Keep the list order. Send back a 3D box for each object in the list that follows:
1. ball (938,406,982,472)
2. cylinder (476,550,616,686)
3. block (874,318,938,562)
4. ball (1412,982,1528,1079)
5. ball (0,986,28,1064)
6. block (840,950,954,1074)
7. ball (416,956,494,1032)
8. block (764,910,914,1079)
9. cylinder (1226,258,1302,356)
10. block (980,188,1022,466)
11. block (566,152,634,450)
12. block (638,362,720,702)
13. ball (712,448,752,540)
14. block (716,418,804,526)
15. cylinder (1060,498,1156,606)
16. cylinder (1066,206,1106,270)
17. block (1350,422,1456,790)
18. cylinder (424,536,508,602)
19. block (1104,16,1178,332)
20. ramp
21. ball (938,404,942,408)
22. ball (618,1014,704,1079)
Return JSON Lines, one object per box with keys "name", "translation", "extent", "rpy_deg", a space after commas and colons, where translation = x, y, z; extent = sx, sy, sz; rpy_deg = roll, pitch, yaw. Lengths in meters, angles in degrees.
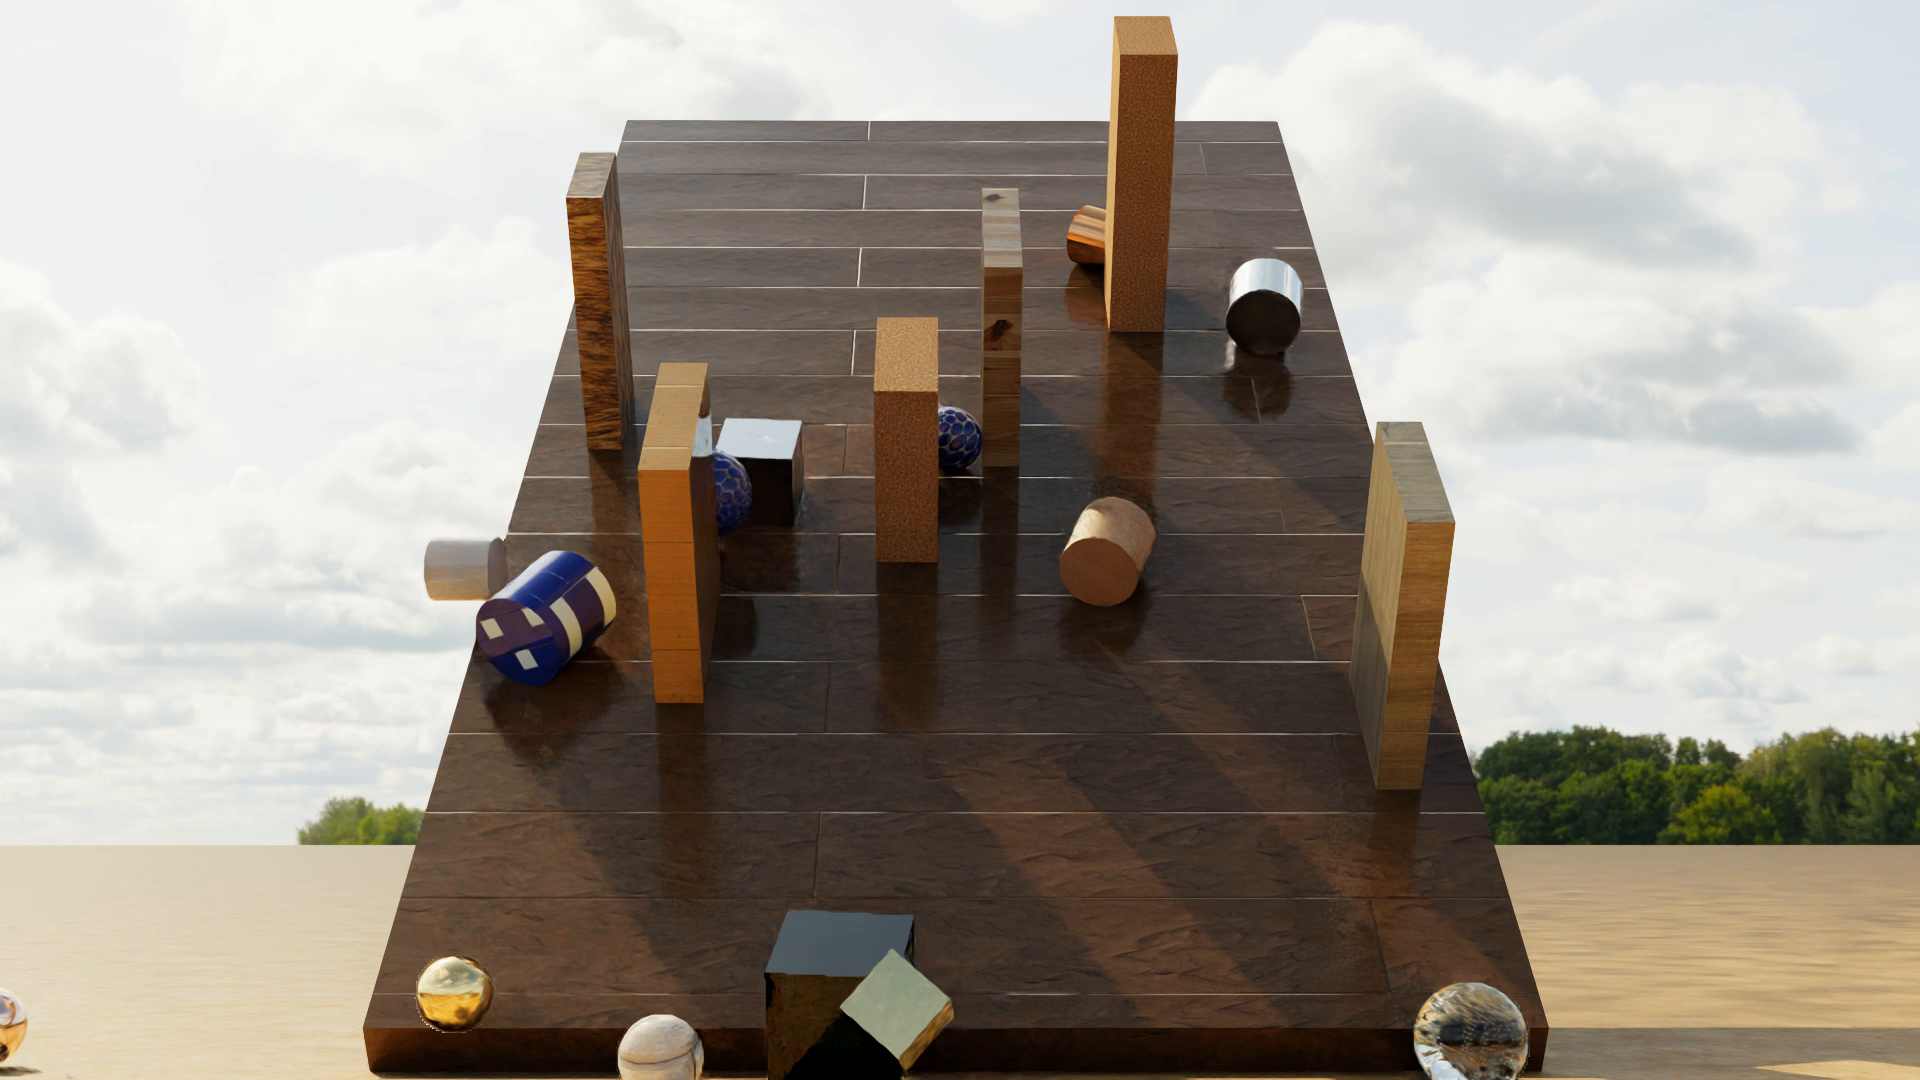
{"name": "ball", "translation": [-0.022, -0.234, 5.673], "extent": [0.151, 0.151, 0.151], "rpy_deg": [0, -7, 0]}
{"name": "cylinder", "translation": [-0.844, 0.158, 4.988], "extent": [0.204, 0.204, 0.204], "rpy_deg": [-4, 26, 32]}
{"name": "block", "translation": [-0.116, -0.223, 5.394], "extent": [0.134, 0.426, 0.344], "rpy_deg": [0, 32, 0]}
{"name": "ball", "translation": [0.787, 0.770, 3.769], "extent": [0.175, 0.175, 0.175], "rpy_deg": [0, -7, 0]}
{"name": "ball", "translation": [-1.693, 0.842, 4.234], "extent": [0.145, 0.145, 0.145], "rpy_deg": [0, -7, 0]}
{"name": "block", "translation": [-0.090, 0.684, 3.545], "extent": [0.113, 0.113, 0.113], "rpy_deg": [38, -16, 17]}
{"name": "ball", "translation": [-0.846, 0.759, 4.095], "extent": [0.126, 0.126, 0.126], "rpy_deg": [0, -7, 0]}
{"name": "block", "translation": [-0.184, 0.724, 3.837], "extent": [0.204, 0.204, 0.204], "rpy_deg": [2, 19, 6]}
{"name": "cylinder", "translation": [0.775, -0.596, 6.228], "extent": [0.186, 0.186, 0.186], "rpy_deg": [-1, 31, 10]}
{"name": "block", "translation": [0.095, -0.505, 5.767], "extent": [0.085, 0.514, 0.435], "rpy_deg": [0, 32, 0]}
{"name": "block", "translation": [-0.839, -0.556, 5.718], "extent": [0.082, 0.646, 0.260], "rpy_deg": [0, 32, 0]}
{"name": "block", "translation": [-0.564, -0.018, 4.952], "extent": [0.097, 0.541, 0.435], "rpy_deg": [0, 32, 0]}
{"name": "ball", "translation": [-0.549, -0.098, 5.277], "extent": [0.202, 0.202, 0.202], "rpy_deg": [0, -7, 0]}
{"name": "block", "translation": [-0.452, -0.154, 5.521], "extent": [0.174, 0.174, 0.174], "rpy_deg": [2, 32, 4]}
{"name": "cylinder", "translation": [0.317, 0.025, 5.240], "extent": [0.171, 0.171, 0.171], "rpy_deg": [-3, 30, 20]}
{"name": "cylinder", "translation": [0.397, -0.806, 6.590], "extent": [0.158, 0.158, 0.158], "rpy_deg": [20, 3, 29]}
{"name": "block", "translation": [0.840, 0.125, 4.677], "extent": [0.086, 0.599, 0.370], "rpy_deg": [0, 32, 0]}
{"name": "cylinder", "translation": [-1.052, 0.062, 5.208], "extent": [0.138, 0.138, 0.138], "rpy_deg": [0, -7, 8]}
{"name": "block", "translation": [0.456, -0.928, 6.226], "extent": [0.141, 0.749, 0.271], "rpy_deg": [0, 32, 0]}
{"name": "ramp", "translation": [-0.015, -0.192, 5.843], "extent": [2.000, 0.100, 4.000], "rpy_deg": [0, 32, 0]}
{"name": "ball", "translation": [-0.089, -0.281, 5.781], "extent": [0.117, 0.117, 0.117], "rpy_deg": [0, -7, 0]}
{"name": "ball", "translation": [-0.454, 0.785, 3.705], "extent": [0.130, 0.130, 0.130], "rpy_deg": [0, -7, 0]}
